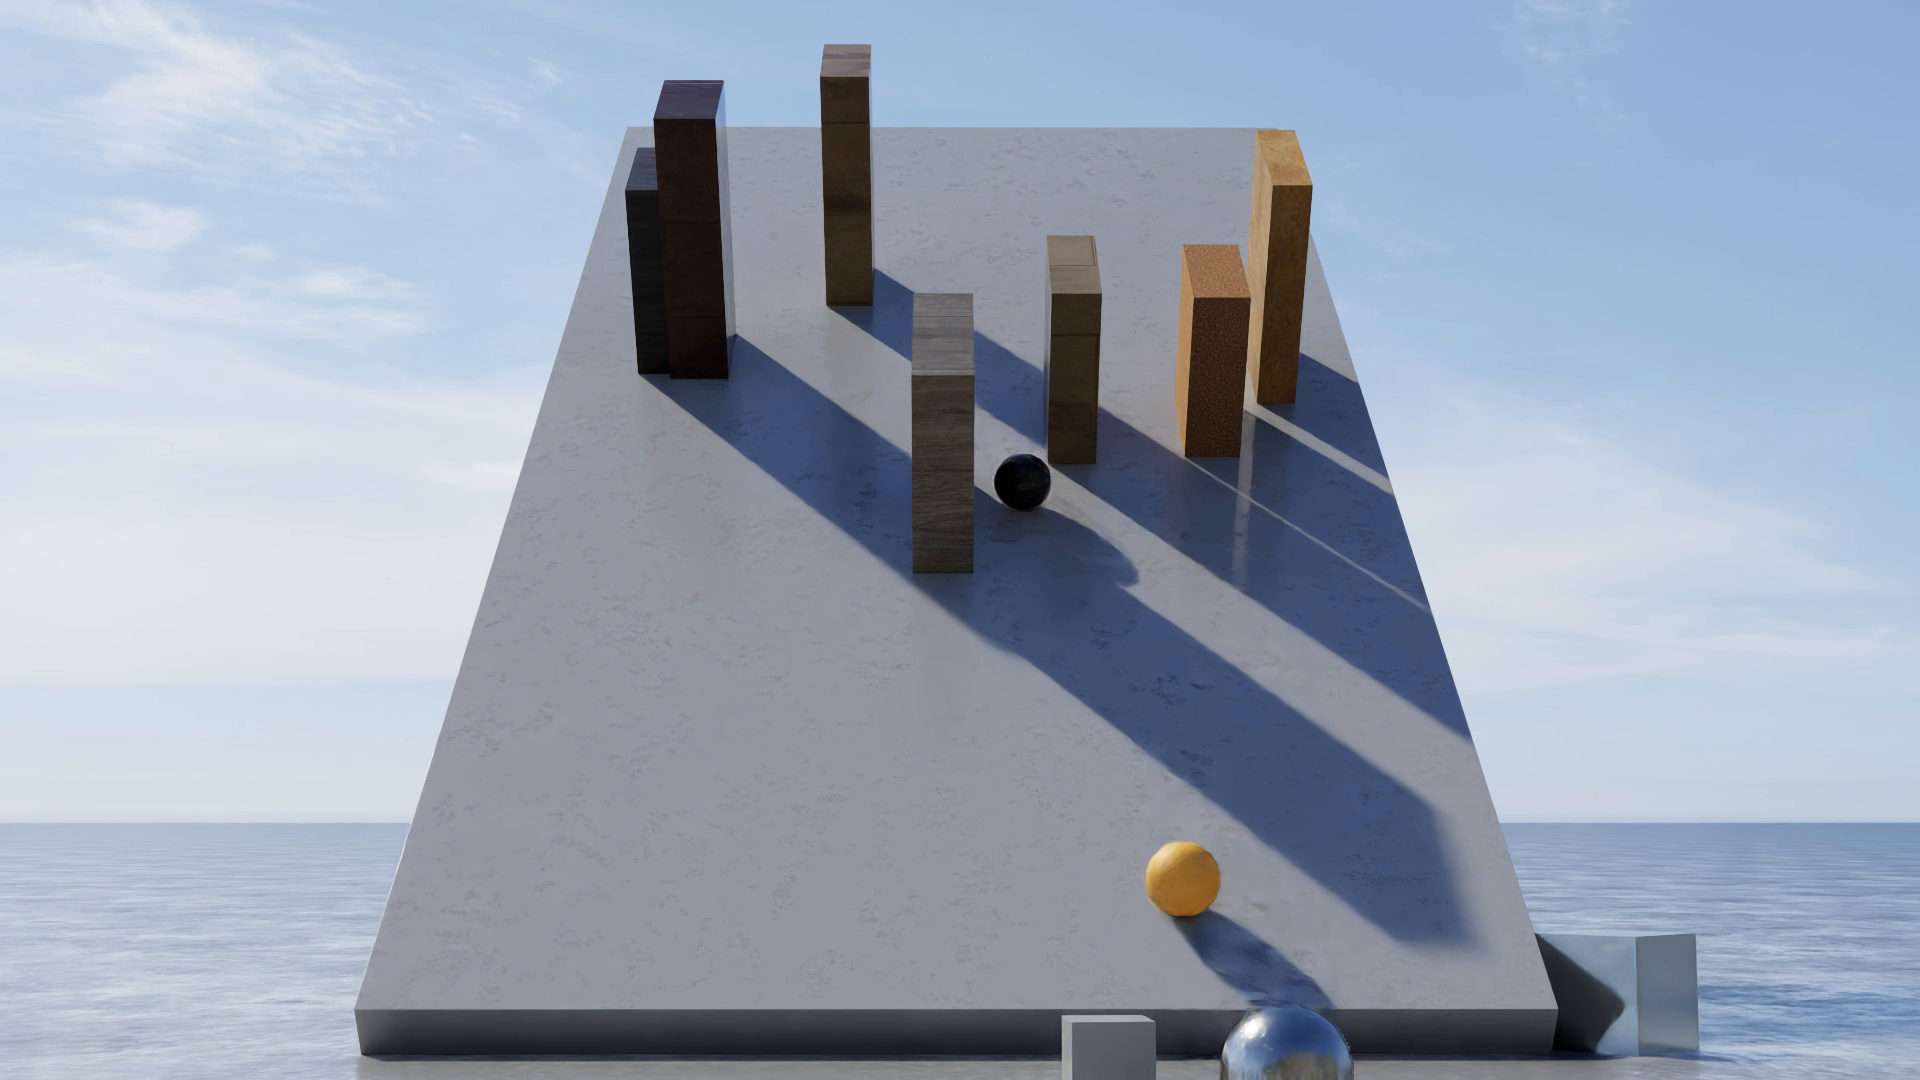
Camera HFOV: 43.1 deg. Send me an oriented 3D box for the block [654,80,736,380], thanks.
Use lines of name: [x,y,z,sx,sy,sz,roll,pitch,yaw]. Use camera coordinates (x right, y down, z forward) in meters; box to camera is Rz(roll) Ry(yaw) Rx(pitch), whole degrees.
block: [-0.644,-0.755,5.936,0.145,0.679,0.258,0,31,0]

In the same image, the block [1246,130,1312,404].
block: [0.767,-0.665,5.903,0.093,0.568,0.349,0,31,0]

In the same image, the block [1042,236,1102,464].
block: [0.259,-0.445,5.660,0.112,0.434,0.320,0,31,0]

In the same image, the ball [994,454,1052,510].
ball: [0.141,-0.130,5.430,0.129,0.129,0.129,0,-6,0]

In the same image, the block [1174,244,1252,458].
block: [0.588,-0.444,5.686,0.129,0.409,0.293,0,31,0]

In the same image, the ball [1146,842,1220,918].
ball: [0.388,0.590,4.223,0.131,0.131,0.131,0,-6,0]

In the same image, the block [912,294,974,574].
block: [-0.036,-0.234,5.263,0.130,0.477,0.395,0,31,0]

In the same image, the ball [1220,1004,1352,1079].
ball: [0.408,0.664,3.041,0.164,0.164,0.164,0,-6,0]

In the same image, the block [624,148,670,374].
block: [-0.739,-0.691,6.014,0.118,0.489,0.272,0,31,0]

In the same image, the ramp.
ramp: [-0.014,-0.202,5.774,2.000,0.100,4.000,0,31,0]

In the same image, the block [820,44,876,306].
block: [-0.289,-0.944,6.305,0.122,0.628,0.241,0,31,0]

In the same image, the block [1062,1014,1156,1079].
block: [0.207,0.729,3.398,0.116,0.116,0.116,1,-7,-5]

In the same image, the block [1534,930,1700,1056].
block: [1.134,0.779,4.194,0.197,0.197,0.197,6,-9,-44]
